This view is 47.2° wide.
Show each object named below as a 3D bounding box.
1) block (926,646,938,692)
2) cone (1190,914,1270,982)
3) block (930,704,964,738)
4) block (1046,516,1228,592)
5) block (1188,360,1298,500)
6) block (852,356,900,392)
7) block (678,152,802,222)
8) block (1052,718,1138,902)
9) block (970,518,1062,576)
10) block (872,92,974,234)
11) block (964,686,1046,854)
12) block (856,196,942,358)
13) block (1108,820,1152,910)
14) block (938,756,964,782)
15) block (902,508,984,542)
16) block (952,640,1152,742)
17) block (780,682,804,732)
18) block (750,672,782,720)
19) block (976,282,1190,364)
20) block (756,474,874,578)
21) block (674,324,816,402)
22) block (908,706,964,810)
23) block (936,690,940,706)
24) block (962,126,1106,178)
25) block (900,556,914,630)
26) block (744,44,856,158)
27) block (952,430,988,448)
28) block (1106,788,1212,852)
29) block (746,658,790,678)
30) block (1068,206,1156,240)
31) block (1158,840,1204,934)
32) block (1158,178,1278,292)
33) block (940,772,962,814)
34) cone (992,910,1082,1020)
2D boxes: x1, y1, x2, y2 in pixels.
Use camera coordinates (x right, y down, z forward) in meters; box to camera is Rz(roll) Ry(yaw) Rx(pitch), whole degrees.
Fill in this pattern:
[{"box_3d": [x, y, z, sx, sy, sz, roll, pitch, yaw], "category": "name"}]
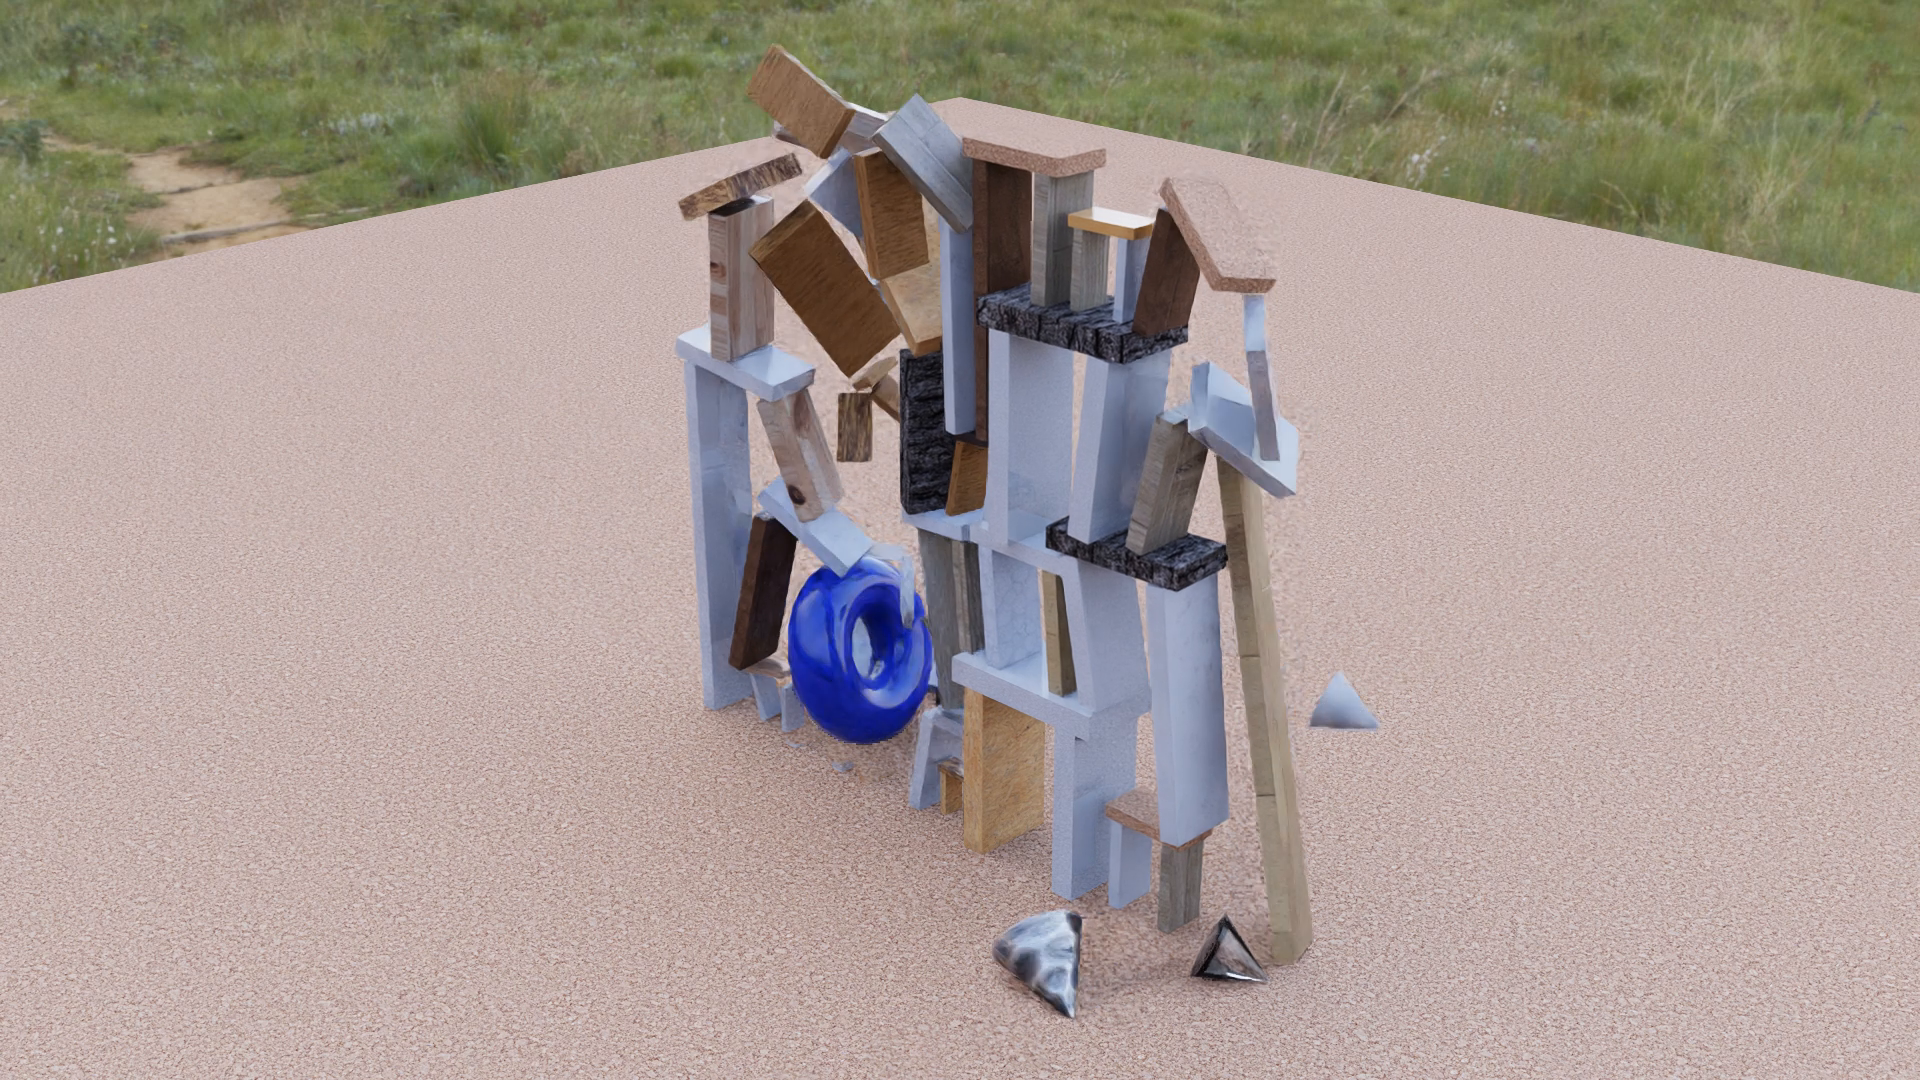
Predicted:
[{"box_3d": [-0.134, 0.281, 4.979, 0.221, 0.031, 0.111, 4, 61, 8], "category": "block"}, {"box_3d": [0.497, 0.754, 3.911, 0.127, 0.127, 0.127, 30, 27, 2], "category": "cone"}, {"box_3d": [0.036, 0.313, 4.412, 0.113, 0.032, 0.227, 24, 39, 6], "category": "block"}, {"box_3d": [0.311, 0.011, 3.896, 0.292, 0.041, 0.146, 19, 30, 38], "category": "block"}, {"box_3d": [0.486, -0.186, 3.758, 0.037, 0.262, 0.131, -19, 53, 38], "category": "block"}, {"box_3d": [-0.180, -0.350, 4.634, 0.074, 0.021, 0.148, -42, 9, -13], "category": "block"}, {"box_3d": [-0.433, -0.690, 4.305, 0.155, 0.044, 0.310, -25, 10, -21], "category": "block"}, {"box_3d": [0.254, 0.489, 4.157, 0.050, 0.353, 0.176, 21, 31, 41], "category": "block"}, {"box_3d": [0.145, 0.002, 4.062, 0.239, 0.034, 0.120, 21, 31, 41], "category": "block"}, {"box_3d": [-0.039, -0.665, 3.887, 0.115, 0.230, 0.033, -50, 15, -26], "category": "block"}, {"box_3d": [0.088, 0.424, 4.310, 0.050, 0.353, 0.176, 21, 31, 41], "category": "block"}, {"box_3d": [-0.071, -0.509, 4.146, 0.167, 0.047, 0.335, -17, 63, -17], "category": "block"}, {"box_3d": [0.321, 0.594, 4.128, 0.026, 0.182, 0.091, 22, 32, 40], "category": "block"}, {"box_3d": [0.005, 0.464, 4.408, 0.095, 0.013, 0.047, 21, 31, 41], "category": "block"}, {"box_3d": [-0.008, -0.043, 4.253, 0.112, 0.032, 0.223, -15, 17, -29], "category": "block"}, {"box_3d": [0.171, 0.271, 4.155, 0.353, 0.050, 0.176, 21, 31, 41], "category": "block"}, {"box_3d": [-0.363, 0.361, 4.775, 0.053, 0.106, 0.015, -21, 31, -41], "category": "block"}, {"box_3d": [-0.425, 0.336, 4.833, 0.053, 0.106, 0.015, -22, 13, -42], "category": "block"}, {"box_3d": [0.210, -0.384, 3.828, 0.343, 0.049, 0.171, 20, 30, 40], "category": "block"}, {"box_3d": [-0.305, -0.039, 4.641, 0.245, 0.035, 0.122, 43, 36, -1], "category": "block"}, {"box_3d": [-0.447, -0.374, 4.574, 0.269, 0.038, 0.135, 28, 35, 27], "category": "block"}, {"box_3d": [-0.037, 0.431, 4.451, 0.113, 0.227, 0.032, -19, 41, -38], "category": "block"}, {"box_3d": [0.062, 0.378, 4.727, 0.227, 0.032, 0.113, 11, 31, -10], "category": "block"}, {"box_3d": [0.127, -0.673, 3.810, 0.116, 0.033, 0.232, -21, 30, -40], "category": "block"}, {"box_3d": [-0.106, 0.106, 4.408, 0.019, 0.066, 0.132, 2, 57, -8], "category": "block"}, {"box_3d": [-0.287, -0.787, 3.941, 0.207, 0.103, 0.029, 43, 23, 22], "category": "block"}, {"box_3d": [0.060, -0.193, 4.085, 0.073, 0.021, 0.146, -19, 24, -37], "category": "block"}, {"box_3d": [0.366, 0.514, 4.049, 0.182, 0.026, 0.091, 22, 31, 40], "category": "block"}, {"box_3d": [-0.410, 0.280, 4.802, 0.106, 0.015, 0.053, 9, 22, 38], "category": "block"}, {"box_3d": [0.261, -0.536, 3.719, 0.146, 0.021, 0.073, 20, 30, 40], "category": "block"}, {"box_3d": [0.406, 0.627, 4.049, 0.026, 0.182, 0.091, 22, 31, 40], "category": "block"}, {"box_3d": [0.414, -0.491, 3.532, 0.111, 0.031, 0.222, -2, 54, -31], "category": "block"}, {"box_3d": [-0.017, 0.505, 4.450, 0.013, 0.095, 0.047, 21, 31, 41], "category": "block"}, {"box_3d": [0.168, 0.769, 3.849, 0.172, 0.172, 0.172, -9, 51, -21], "category": "cone"}]
